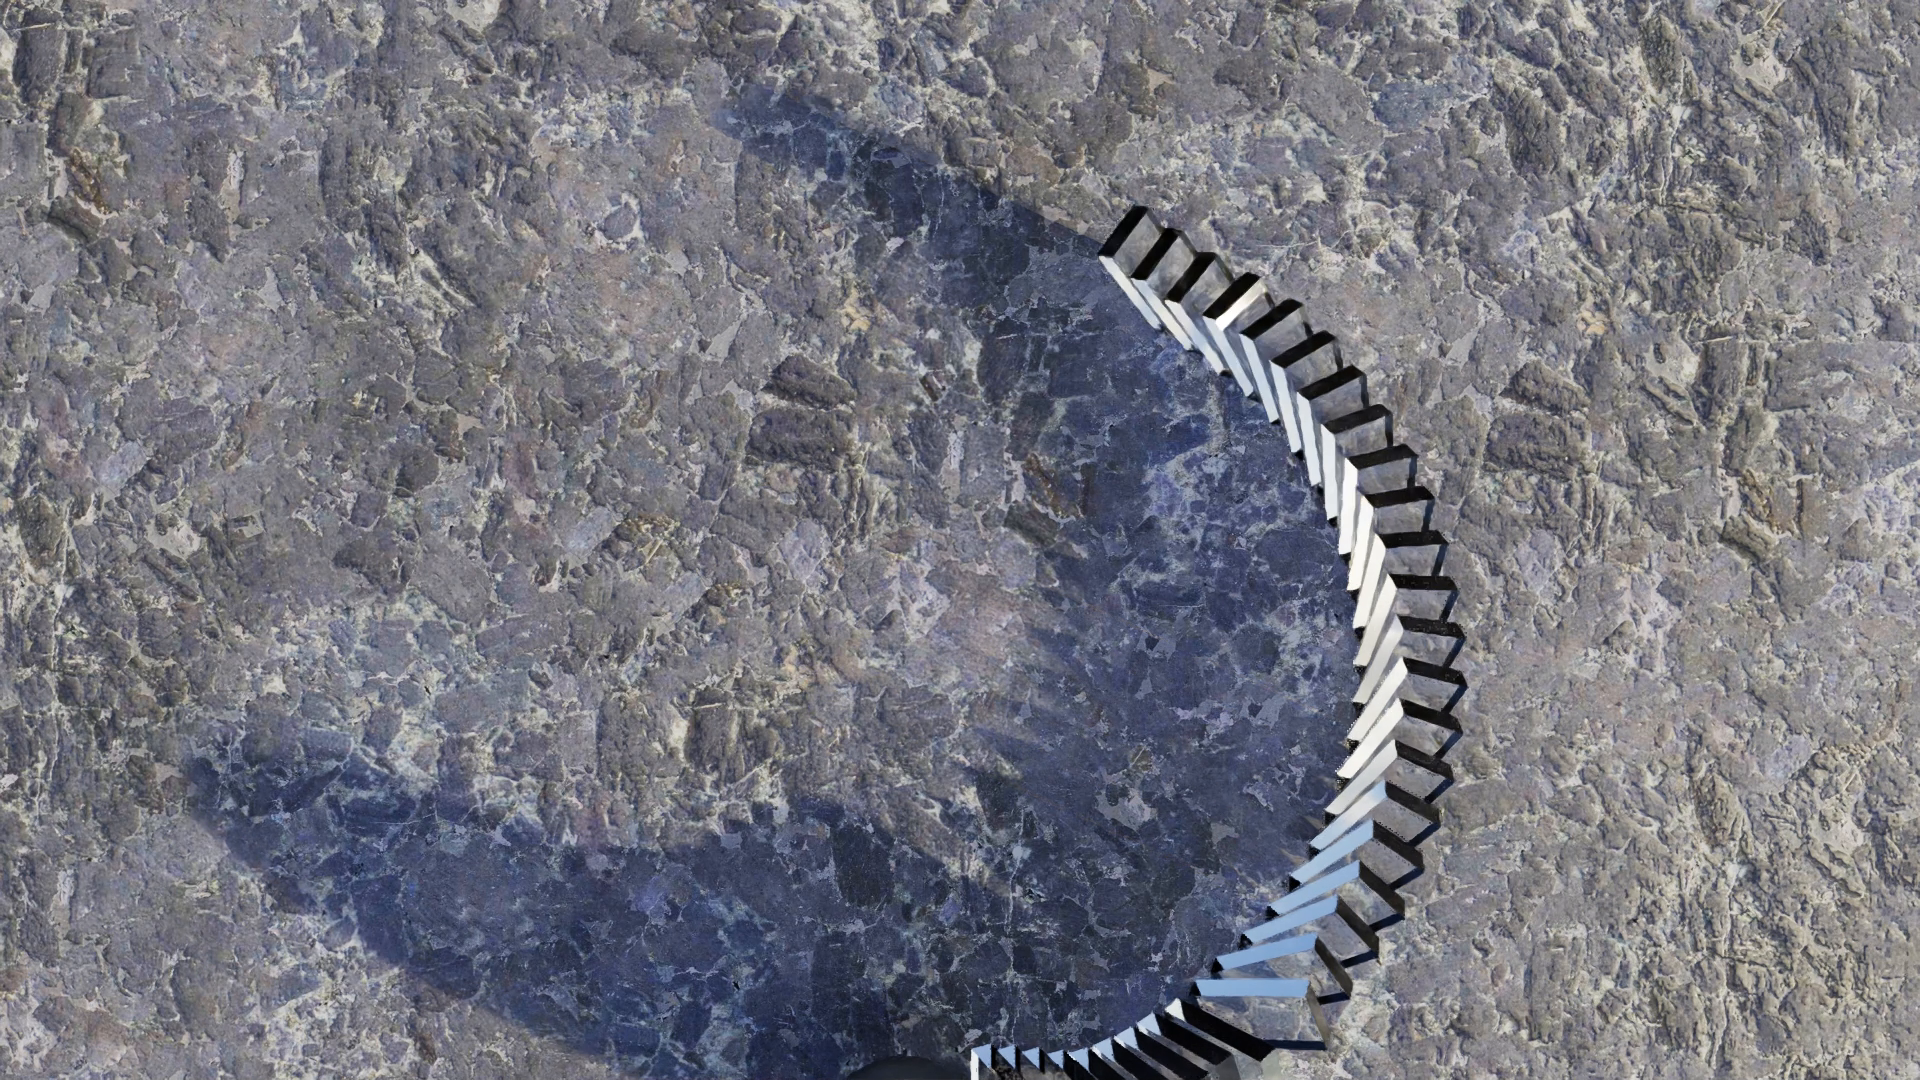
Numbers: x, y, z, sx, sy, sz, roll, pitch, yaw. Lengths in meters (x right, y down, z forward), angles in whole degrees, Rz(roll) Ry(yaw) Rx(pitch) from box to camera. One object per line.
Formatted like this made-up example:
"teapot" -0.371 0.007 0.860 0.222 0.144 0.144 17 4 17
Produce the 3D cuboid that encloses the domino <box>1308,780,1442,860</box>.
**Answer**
"domino" 0.171 0.123 0.382 0.025 0.009 0.050 29 126 0

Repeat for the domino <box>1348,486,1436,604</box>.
"domino" 0.179 0.003 0.382 0.025 0.009 0.050 -9 126 0

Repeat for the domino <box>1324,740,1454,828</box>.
"domino" 0.178 0.107 0.382 0.025 0.009 0.050 24 126 0

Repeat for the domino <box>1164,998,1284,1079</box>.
"domino" 0.108 0.211 0.375 0.010 0.050 0.025 -20 99 -32

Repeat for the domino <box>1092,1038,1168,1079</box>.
"domino" 0.074 0.228 0.375 0.010 0.050 0.025 -10 90 -26

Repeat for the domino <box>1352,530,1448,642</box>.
"domino" 0.183 0.020 0.382 0.025 0.009 0.050 -4 126 0

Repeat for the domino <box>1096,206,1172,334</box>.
"domino" 0.080 -0.111 0.380 0.050 0.009 0.025 36 90 -41

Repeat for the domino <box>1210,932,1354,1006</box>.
"domino" 0.133 0.182 0.382 0.050 0.010 0.025 -36 90 35

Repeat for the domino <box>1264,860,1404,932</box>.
"domino" 0.155 0.155 0.382 0.025 0.009 0.050 42 126 0

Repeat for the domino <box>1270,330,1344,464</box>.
"domino" 0.147 -0.059 0.381 0.025 0.009 0.050 -30 127 0

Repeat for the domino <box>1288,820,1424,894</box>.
"domino" 0.164 0.139 0.381 0.025 0.009 0.050 34 126 0

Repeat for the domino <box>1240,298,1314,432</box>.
"domino" 0.136 -0.072 0.381 0.025 0.010 0.050 -35 127 0

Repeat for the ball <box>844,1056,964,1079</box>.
"ball" -0.023 0.248 0.360 0.080 0.080 0.080 0 90 0

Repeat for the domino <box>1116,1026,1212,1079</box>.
"domino" 0.085 0.223 0.376 0.009 0.050 0.025 -14 90 -27

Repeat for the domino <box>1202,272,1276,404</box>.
"domino" 0.122 -0.083 0.381 0.025 0.009 0.050 -44 127 0

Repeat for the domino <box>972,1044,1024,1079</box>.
"domino" 0.020 0.232 0.375 0.009 0.050 0.025 0 90 -26

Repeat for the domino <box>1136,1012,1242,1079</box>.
"domino" 0.095 0.216 0.376 0.010 0.050 0.025 -18 90 -27

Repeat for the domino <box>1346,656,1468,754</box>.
"domino" 0.185 0.073 0.382 0.025 0.009 0.050 14 126 0

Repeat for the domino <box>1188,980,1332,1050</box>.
"domino" 0.124 0.197 0.381 0.050 0.009 0.025 -19 97 34

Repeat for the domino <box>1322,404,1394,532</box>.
"domino" 0.166 -0.029 0.382 0.025 0.009 0.050 -20 126 0

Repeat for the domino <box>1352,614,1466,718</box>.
"domino" 0.186 0.055 0.382 0.025 0.009 0.050 8 126 0

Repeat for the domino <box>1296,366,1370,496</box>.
"domino" 0.157 -0.045 0.381 0.025 0.010 0.050 -26 126 0

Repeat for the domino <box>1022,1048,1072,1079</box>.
"domino" 0.041 0.234 0.375 0.009 0.050 0.025 0 90 -26

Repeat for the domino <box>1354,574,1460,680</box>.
"domino" 0.185 0.037 0.382 0.025 0.010 0.050 2 126 0

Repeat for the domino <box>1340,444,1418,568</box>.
"domino" 0.174 -0.014 0.382 0.025 0.010 0.050 -13 126 0

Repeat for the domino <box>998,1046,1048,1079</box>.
"domino" 0.031 0.233 0.375 0.010 0.050 0.025 0 90 -26

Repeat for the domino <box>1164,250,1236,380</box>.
"domino" 0.107 -0.093 0.381 0.025 0.010 0.050 -51 128 0

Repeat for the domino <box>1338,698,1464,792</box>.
"domino" 0.182 0.090 0.382 0.025 0.009 0.050 19 126 0

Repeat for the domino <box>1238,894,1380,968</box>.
"domino" 0.145 0.168 0.382 0.025 0.010 0.050 46 126 0

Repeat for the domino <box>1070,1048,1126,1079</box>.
"domino" 0.063 0.234 0.375 0.010 0.050 0.025 -3 90 -26

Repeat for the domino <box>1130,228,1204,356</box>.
"domino" 0.094 -0.102 0.381 0.050 0.009 0.025 37 90 -39

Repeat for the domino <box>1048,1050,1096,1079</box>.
"domino" 0.052 0.235 0.375 0.010 0.050 0.025 0 90 -26
